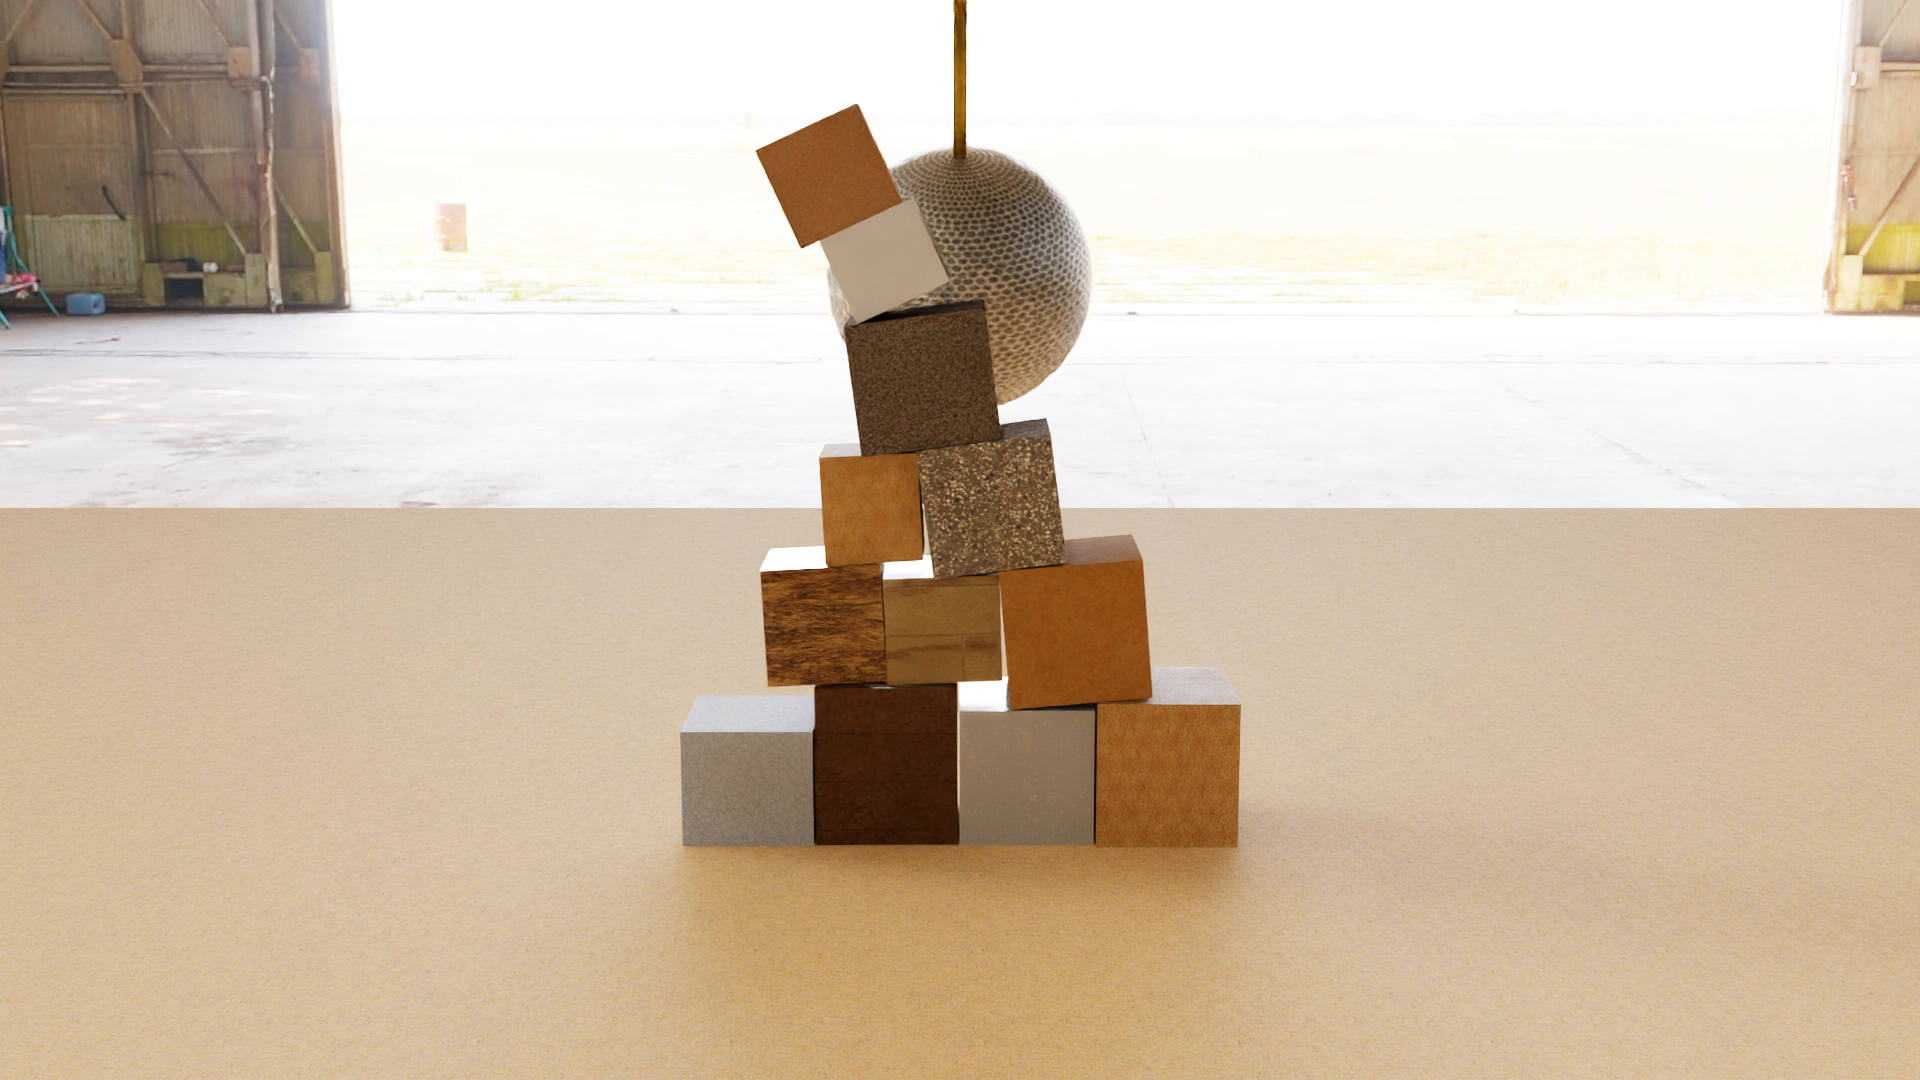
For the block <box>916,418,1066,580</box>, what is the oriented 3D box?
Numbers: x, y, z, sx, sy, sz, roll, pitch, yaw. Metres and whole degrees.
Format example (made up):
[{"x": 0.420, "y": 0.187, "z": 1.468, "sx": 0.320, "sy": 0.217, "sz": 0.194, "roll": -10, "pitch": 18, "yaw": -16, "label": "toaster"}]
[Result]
[{"x": 0.158, "y": -0.218, "z": 11.124, "sx": 0.665, "sy": 0.643, "sz": 0.633, "roll": -7, "pitch": 10, "yaw": 1, "label": "block"}]

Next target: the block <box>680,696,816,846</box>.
[{"x": -1.067, "y": 1.184, "z": 11.394, "sx": 0.661, "sy": 0.594, "sz": 0.744, "roll": 0, "pitch": 10, "yaw": 0, "label": "block"}]

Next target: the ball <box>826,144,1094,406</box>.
[{"x": 0.000, "y": -1.567, "z": 13.228, "sx": 1.600, "sy": 1.600, "sz": 1.600, "roll": 0, "pitch": 10, "yaw": 0, "label": "ball"}]

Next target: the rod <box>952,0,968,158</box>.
[{"x": 0.000, "y": -4.426, "z": 11.386, "sx": 0.080, "sy": 5.200, "sz": 0.080, "roll": 0, "pitch": 33, "yaw": 0, "label": "rod"}]

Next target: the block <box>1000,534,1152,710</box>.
[{"x": 0.578, "y": 0.407, "z": 11.261, "sx": 0.712, "sy": 0.704, "sz": 0.708, "roll": -5, "pitch": 10, "yaw": 1, "label": "block"}]

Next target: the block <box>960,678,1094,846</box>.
[{"x": 0.336, "y": 1.134, "z": 11.379, "sx": 0.675, "sy": 0.698, "sz": 0.705, "roll": 0, "pitch": 10, "yaw": 0, "label": "block"}]

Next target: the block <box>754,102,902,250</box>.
[{"x": -0.640, "y": -1.801, "z": 10.877, "sx": 0.542, "sy": 0.523, "sz": 0.507, "roll": -24, "pitch": 10, "yaw": 3, "label": "block"}]

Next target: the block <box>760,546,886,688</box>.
[{"x": -0.680, "y": 0.378, "z": 11.265, "sx": 0.598, "sy": 0.595, "sz": 0.596, "roll": -3, "pitch": 10, "yaw": 1, "label": "block"}]

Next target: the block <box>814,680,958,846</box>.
[{"x": -0.369, "y": 1.078, "z": 11.360, "sx": 0.713, "sy": 0.813, "sz": 0.685, "roll": 0, "pitch": 10, "yaw": 0, "label": "block"}]

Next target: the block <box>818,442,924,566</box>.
[{"x": -0.441, "y": -0.195, "z": 11.162, "sx": 0.489, "sy": 0.544, "sz": 0.492, "roll": -3, "pitch": 10, "yaw": 1, "label": "block"}]

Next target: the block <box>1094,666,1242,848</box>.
[{"x": 1.040, "y": 1.111, "z": 11.387, "sx": 0.713, "sy": 0.741, "sz": 0.796, "roll": 0, "pitch": 10, "yaw": 0, "label": "block"}]

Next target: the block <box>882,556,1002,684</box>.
[{"x": -0.085, "y": 0.399, "z": 11.258, "sx": 0.579, "sy": 0.541, "sz": 0.574, "roll": -2, "pitch": 10, "yaw": 0, "label": "block"}]

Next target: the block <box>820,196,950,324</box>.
[{"x": -0.370, "y": -1.399, "z": 10.932, "sx": 0.497, "sy": 0.440, "sz": 0.528, "roll": -24, "pitch": 10, "yaw": 4, "label": "block"}]

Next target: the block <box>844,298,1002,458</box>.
[{"x": -0.181, "y": -0.823, "z": 11.054, "sx": 0.696, "sy": 0.649, "sz": 0.644, "roll": -7, "pitch": 10, "yaw": 1, "label": "block"}]
